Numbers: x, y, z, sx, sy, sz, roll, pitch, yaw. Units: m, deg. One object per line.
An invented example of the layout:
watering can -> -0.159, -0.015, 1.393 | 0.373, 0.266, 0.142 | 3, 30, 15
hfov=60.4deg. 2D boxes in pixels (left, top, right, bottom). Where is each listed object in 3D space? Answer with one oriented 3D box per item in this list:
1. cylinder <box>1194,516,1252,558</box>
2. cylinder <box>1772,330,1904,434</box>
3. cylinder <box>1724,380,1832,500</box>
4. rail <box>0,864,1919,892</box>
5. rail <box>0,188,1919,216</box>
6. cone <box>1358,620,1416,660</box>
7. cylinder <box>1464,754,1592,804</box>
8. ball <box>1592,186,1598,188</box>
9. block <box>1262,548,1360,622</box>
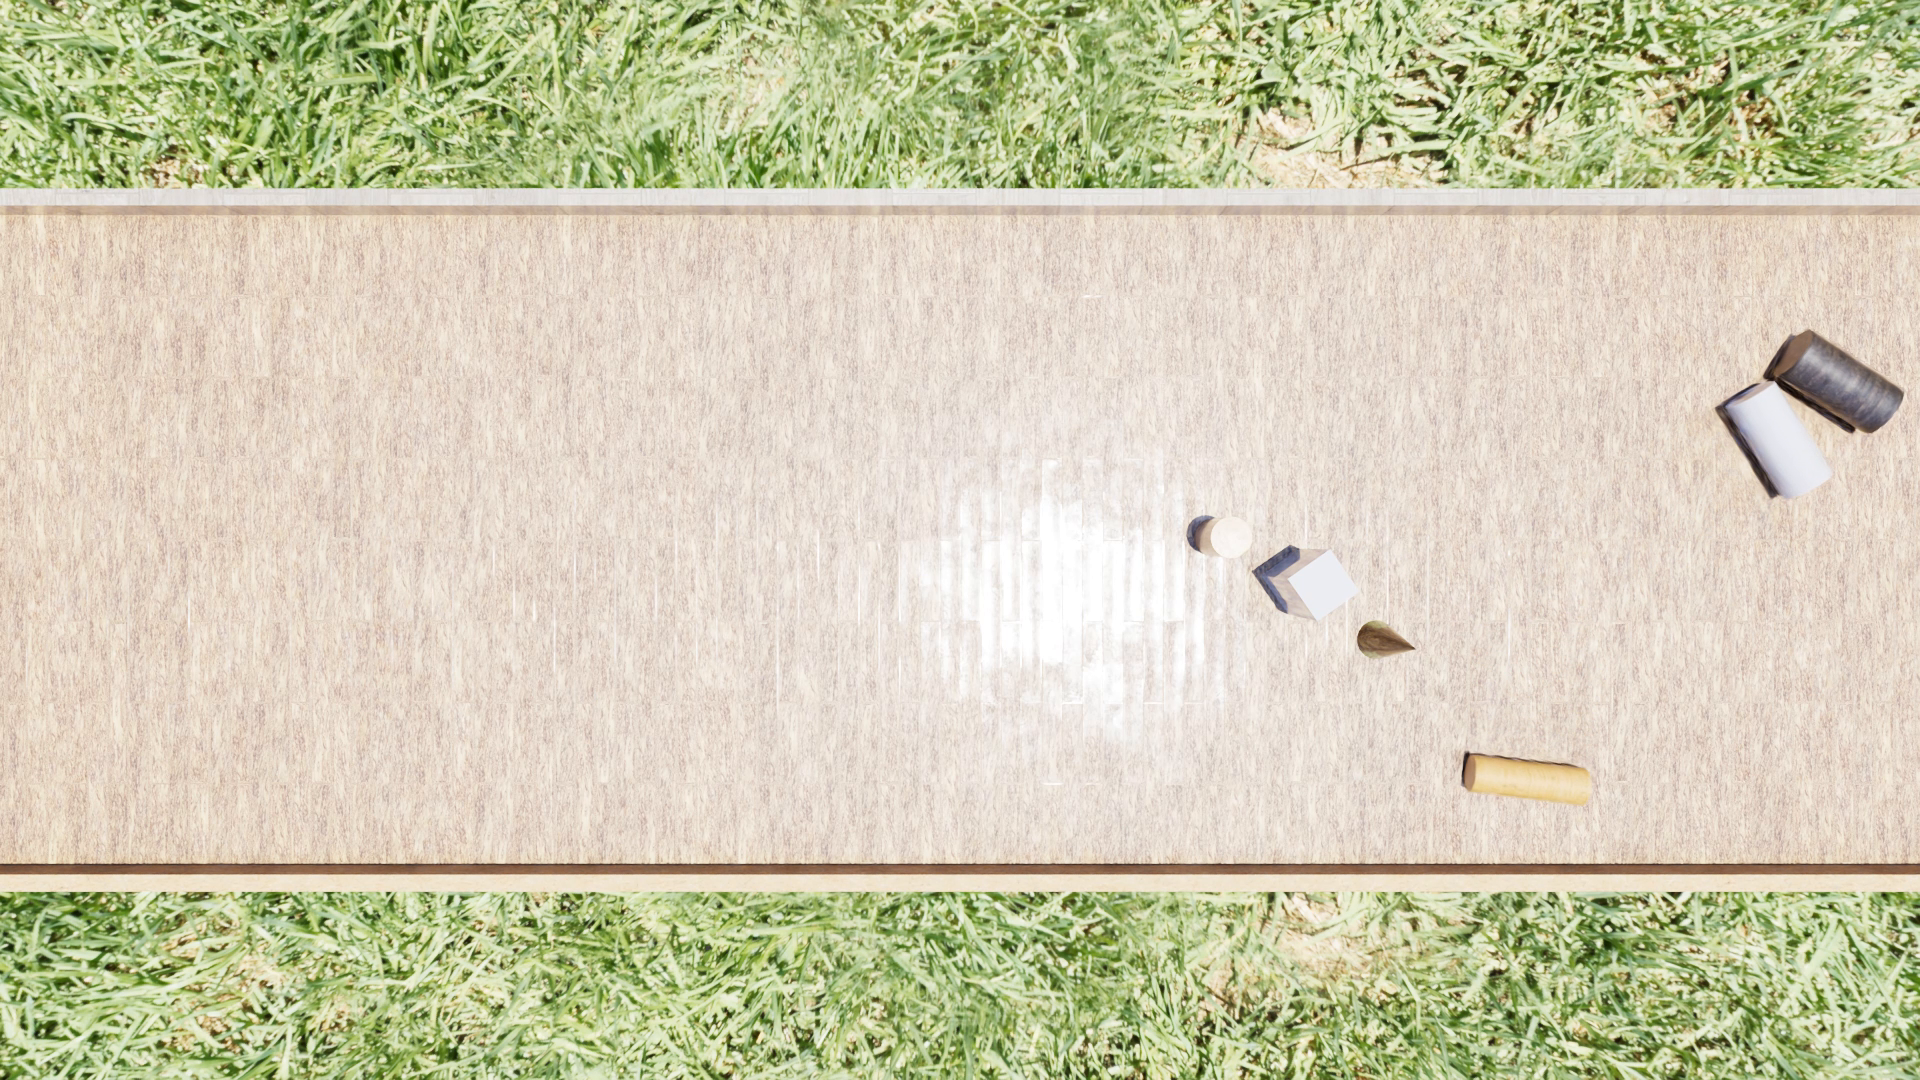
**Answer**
cylinder -> 0.780, -0.007, 4.908 | 0.119, 0.338, 0.119 | 0, 90, 0
cylinder -> 2.658, -0.478, 4.994 | 0.325, 0.164, 0.164 | 33, 90, 0
cylinder -> 2.480, -0.303, 4.998 | 0.156, 0.156, 0.328 | -32, 90, 0
rail -> -2.247, 1.025, 5.001 | 12.000, 0.150, 0.050 | 0, 90, 0
rail -> -2.247, -1.025, 5.002 | 12.000, 0.150, 0.050 | 0, 90, 0
cone -> 1.282, 0.307, 4.853 | 0.120, 0.447, 0.120 | 0, 90, 0
cylinder -> 1.726, 0.729, 5.021 | 0.349, 0.111, 0.111 | 7, 90, 0
ball -> 10.076, -5.478, 26.210 | 0.273, 0.273, 0.273 | 0, 90, 0
block -> 1.028, 0.128, 4.868 | 0.146, 0.416, 0.146 | -35, 90, 0
